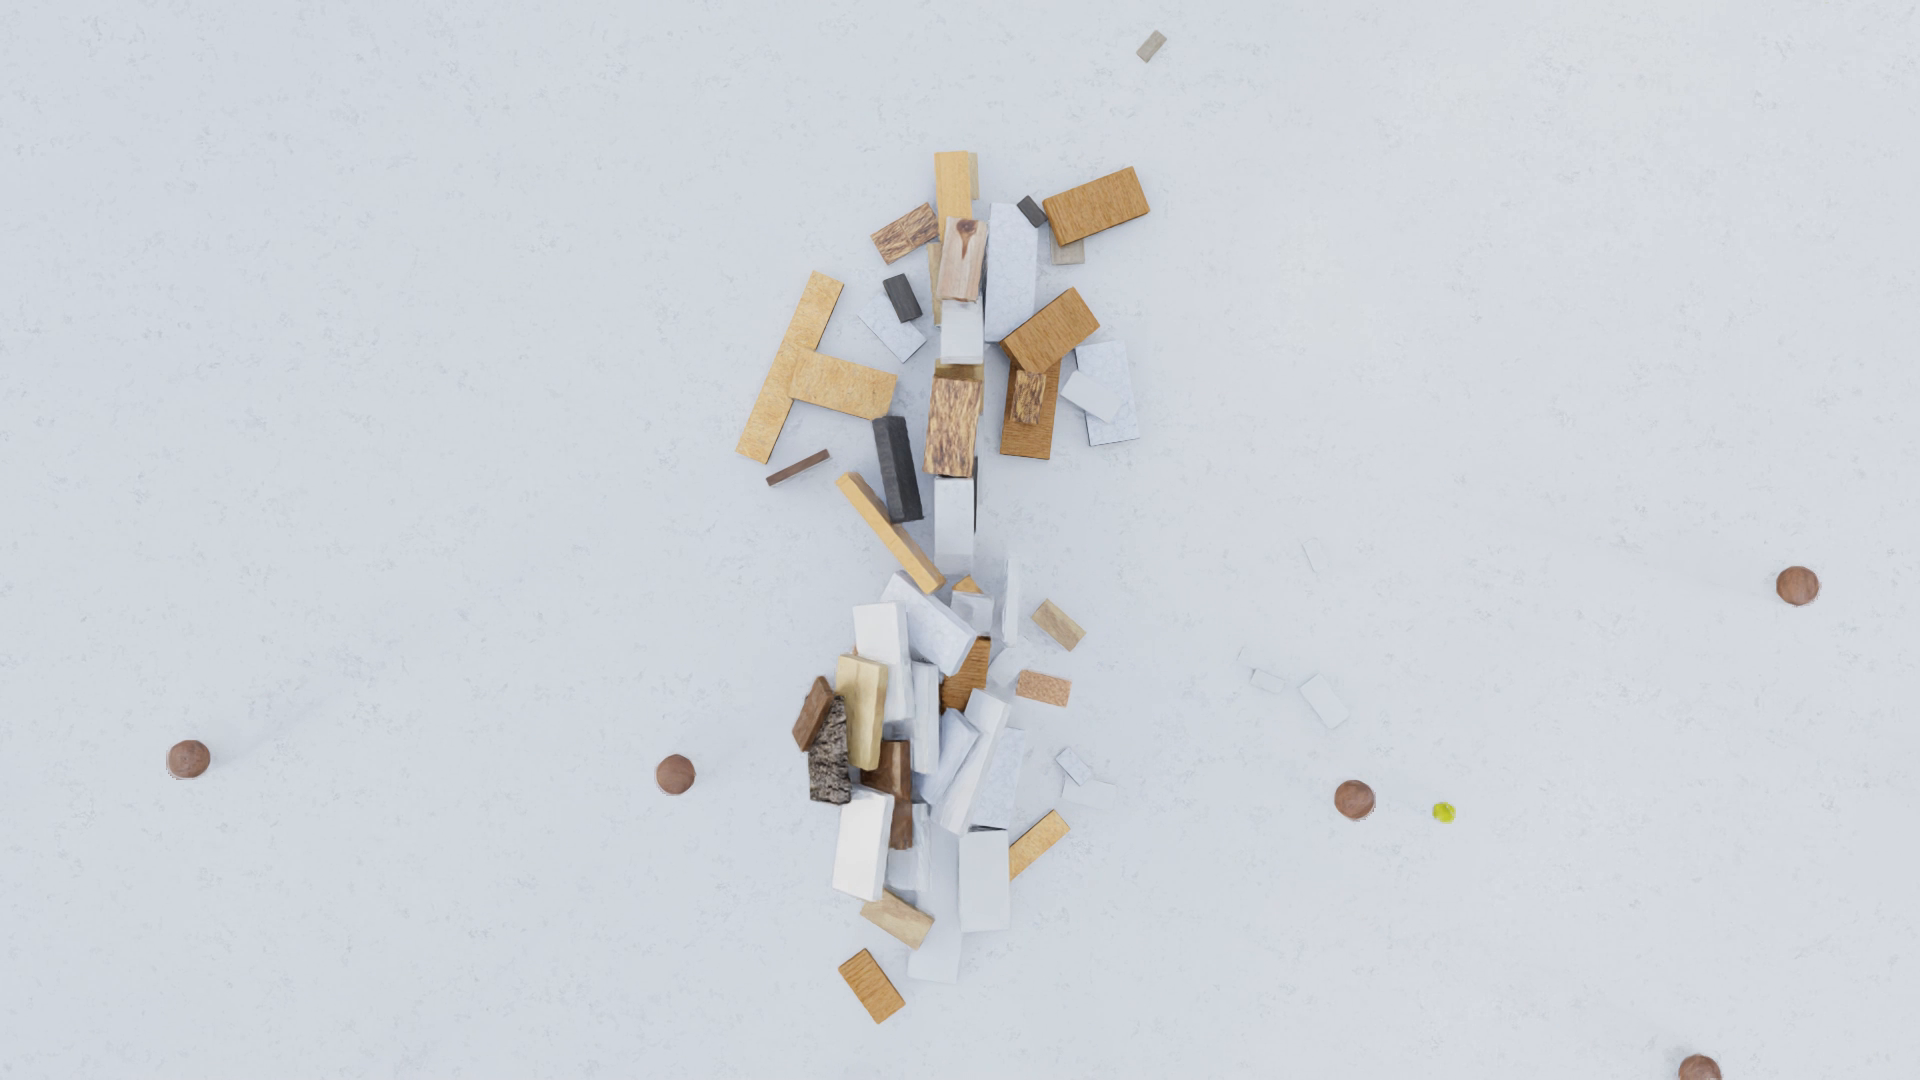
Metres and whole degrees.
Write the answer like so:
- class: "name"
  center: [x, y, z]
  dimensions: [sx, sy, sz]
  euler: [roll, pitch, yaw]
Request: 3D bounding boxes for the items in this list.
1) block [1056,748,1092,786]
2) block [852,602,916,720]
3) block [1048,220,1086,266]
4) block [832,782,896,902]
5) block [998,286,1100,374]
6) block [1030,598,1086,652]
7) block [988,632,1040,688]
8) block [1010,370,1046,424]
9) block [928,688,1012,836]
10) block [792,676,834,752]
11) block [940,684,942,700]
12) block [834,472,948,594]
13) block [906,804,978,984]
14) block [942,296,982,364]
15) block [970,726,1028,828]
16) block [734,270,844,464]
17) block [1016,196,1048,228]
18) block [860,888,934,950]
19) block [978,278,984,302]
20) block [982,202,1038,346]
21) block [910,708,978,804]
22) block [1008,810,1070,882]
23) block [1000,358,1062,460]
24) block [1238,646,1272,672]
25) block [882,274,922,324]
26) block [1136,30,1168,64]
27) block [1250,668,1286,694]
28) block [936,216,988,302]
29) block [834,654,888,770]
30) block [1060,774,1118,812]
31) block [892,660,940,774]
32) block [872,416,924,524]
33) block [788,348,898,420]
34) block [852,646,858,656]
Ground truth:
- class: "block"
  center: [0.378, 0.753, 5.475]
  dimensions: [0.059, 0.017, 0.119]
  euler: [-41, 80, -14]
- class: "block"
  center: [-0.247, 0.397, 5.395]
  dimensions: [0.175, 0.049, 0.376]
  euler: [-7, 89, 35]
- class: "block"
  center: [0.353, -1.028, 5.484]
  dimensions: [0.111, 0.031, 0.222]
  euler: [-4, 90, 0]
- class: "block"
  center: [-0.318, 0.991, 5.415]
  dimensions: [0.174, 0.049, 0.348]
  euler: [11, 95, 37]
- class: "block"
  center: [0.295, -0.675, 5.410]
  dimensions: [0.321, 0.046, 0.161]
  euler: [-39, 101, -20]
- class: "block"
  center: [0.328, 0.283, 5.488]
  dimensions: [0.174, 0.025, 0.087]
  euler: [41, 90, 0]
- class: "block"
  center: [0.173, 0.401, 5.488]
  dimensions: [0.087, 0.025, 0.174]
  euler: [44, 90, 0]
- class: "block"
  center: [0.222, -0.464, 5.378]
  dimensions: [0.095, 0.027, 0.190]
  euler: [7, 133, 0]
- class: "block"
  center: [0.031, 0.722, 5.380]
  dimensions: [0.143, 0.040, 0.456]
  euler: [22, 94, 39]
- class: "block"
  center: [-0.481, 0.571, 5.393]
  dimensions: [0.027, 0.095, 0.258]
  euler: [2, 129, -34]
- class: "block"
  center: [-0.161, 0.525, 5.492]
  dimensions: [0.319, 0.017, 0.059]
  euler: [-10, 90, 0]
- class: "block"
  center: [-0.222, -0.024, 5.389]
  dimensions: [0.049, 0.173, 0.473]
  euler: [-40, 85, 9]
- class: "block"
  center: [-0.051, 1.138, 5.477]
  dimensions: [0.164, 0.047, 0.644]
  euler: [8, 90, 0]
- class: "block"
  center: [0.006, -0.675, 5.284]
  dimensions: [0.131, 0.037, 0.262]
  euler: [0, 55, -1]
- class: "block"
  center: [0.108, 0.776, 5.440]
  dimensions: [0.164, 0.047, 0.328]
  euler: [12, 86, -20]
- class: "block"
  center: [-0.566, -0.573, 5.484]
  dimensions: [0.111, 0.031, 0.656]
  euler: [23, 90, 0]
- class: "block"
  center: [0.238, -1.083, 5.443]
  dimensions: [0.051, 0.015, 0.103]
  euler: [-40, 91, -10]
- class: "block"
  center: [-0.208, 1.246, 5.452]
  dimensions: [0.227, 0.032, 0.113]
  euler: [30, 95, 14]
- class: "block"
  center: [0.009, -0.806, 5.471]
  dimensions: [0.154, 0.022, 0.077]
  euler: [-18, 111, 4]
- class: "block"
  center: [0.166, -0.874, 5.442]
  dimensions: [0.161, 0.046, 0.465]
  euler: [4, 84, -8]
- class: "block"
  center: [-0.058, 0.708, 5.402]
  dimensions: [0.040, 0.143, 0.285]
  euler: [16, 109, -43]
- class: "block"
  center: [0.230, 1.024, 5.488]
  dimensions: [0.292, 0.024, 0.086]
  euler: [-41, 90, 0]
- class: "block"
  center: [0.236, -0.461, 5.477]
  dimensions: [0.165, 0.047, 0.371]
  euler: [7, 90, 0]
- class: "block"
  center: [0.980, 0.400, 5.493]
  dimensions: [0.104, 0.015, 0.052]
  euler: [24, 90, 0]
- class: "block"
  center: [-0.190, -0.802, 5.469]
  dimensions: [0.077, 0.022, 0.154]
  euler: [-22, 83, -18]
- class: "block"
  center: [0.637, -1.645, 5.493]
  dimensions: [0.051, 0.015, 0.103]
  euler: [41, 90, 0]
- class: "block"
  center: [1.023, 0.470, 5.484]
  dimensions: [0.104, 0.015, 0.052]
  euler: [22, 109, 0]
- class: "block"
  center: [0.007, -0.904, 5.326]
  dimensions: [0.131, 0.037, 0.262]
  euler: [8, 83, 3]
- class: "block"
  center: [-0.333, 0.563, 5.403]
  dimensions: [0.174, 0.049, 0.348]
  euler: [13, 101, 36]
- class: "block"
  center: [0.430, 0.838, 5.488]
  dimensions: [0.173, 0.024, 0.086]
  euler: [14, 90, 0]
- class: "block"
  center: [-0.146, 0.576, 5.403]
  dimensions: [0.049, 0.175, 0.349]
  euler: [-4, 96, -43]
- class: "block"
  center: [-0.203, -0.230, 5.410]
  dimensions: [0.049, 0.173, 0.346]
  euler: [-11, 90, 20]
- class: "block"
  center: [-0.387, -0.509, 5.459]
  dimensions: [0.330, 0.047, 0.165]
  euler: [15, 91, -6]
- class: "block"
  center: [-0.291, 0.371, 5.484]
  dimensions: [0.113, 0.032, 0.227]
  euler: [31, 90, 0]
